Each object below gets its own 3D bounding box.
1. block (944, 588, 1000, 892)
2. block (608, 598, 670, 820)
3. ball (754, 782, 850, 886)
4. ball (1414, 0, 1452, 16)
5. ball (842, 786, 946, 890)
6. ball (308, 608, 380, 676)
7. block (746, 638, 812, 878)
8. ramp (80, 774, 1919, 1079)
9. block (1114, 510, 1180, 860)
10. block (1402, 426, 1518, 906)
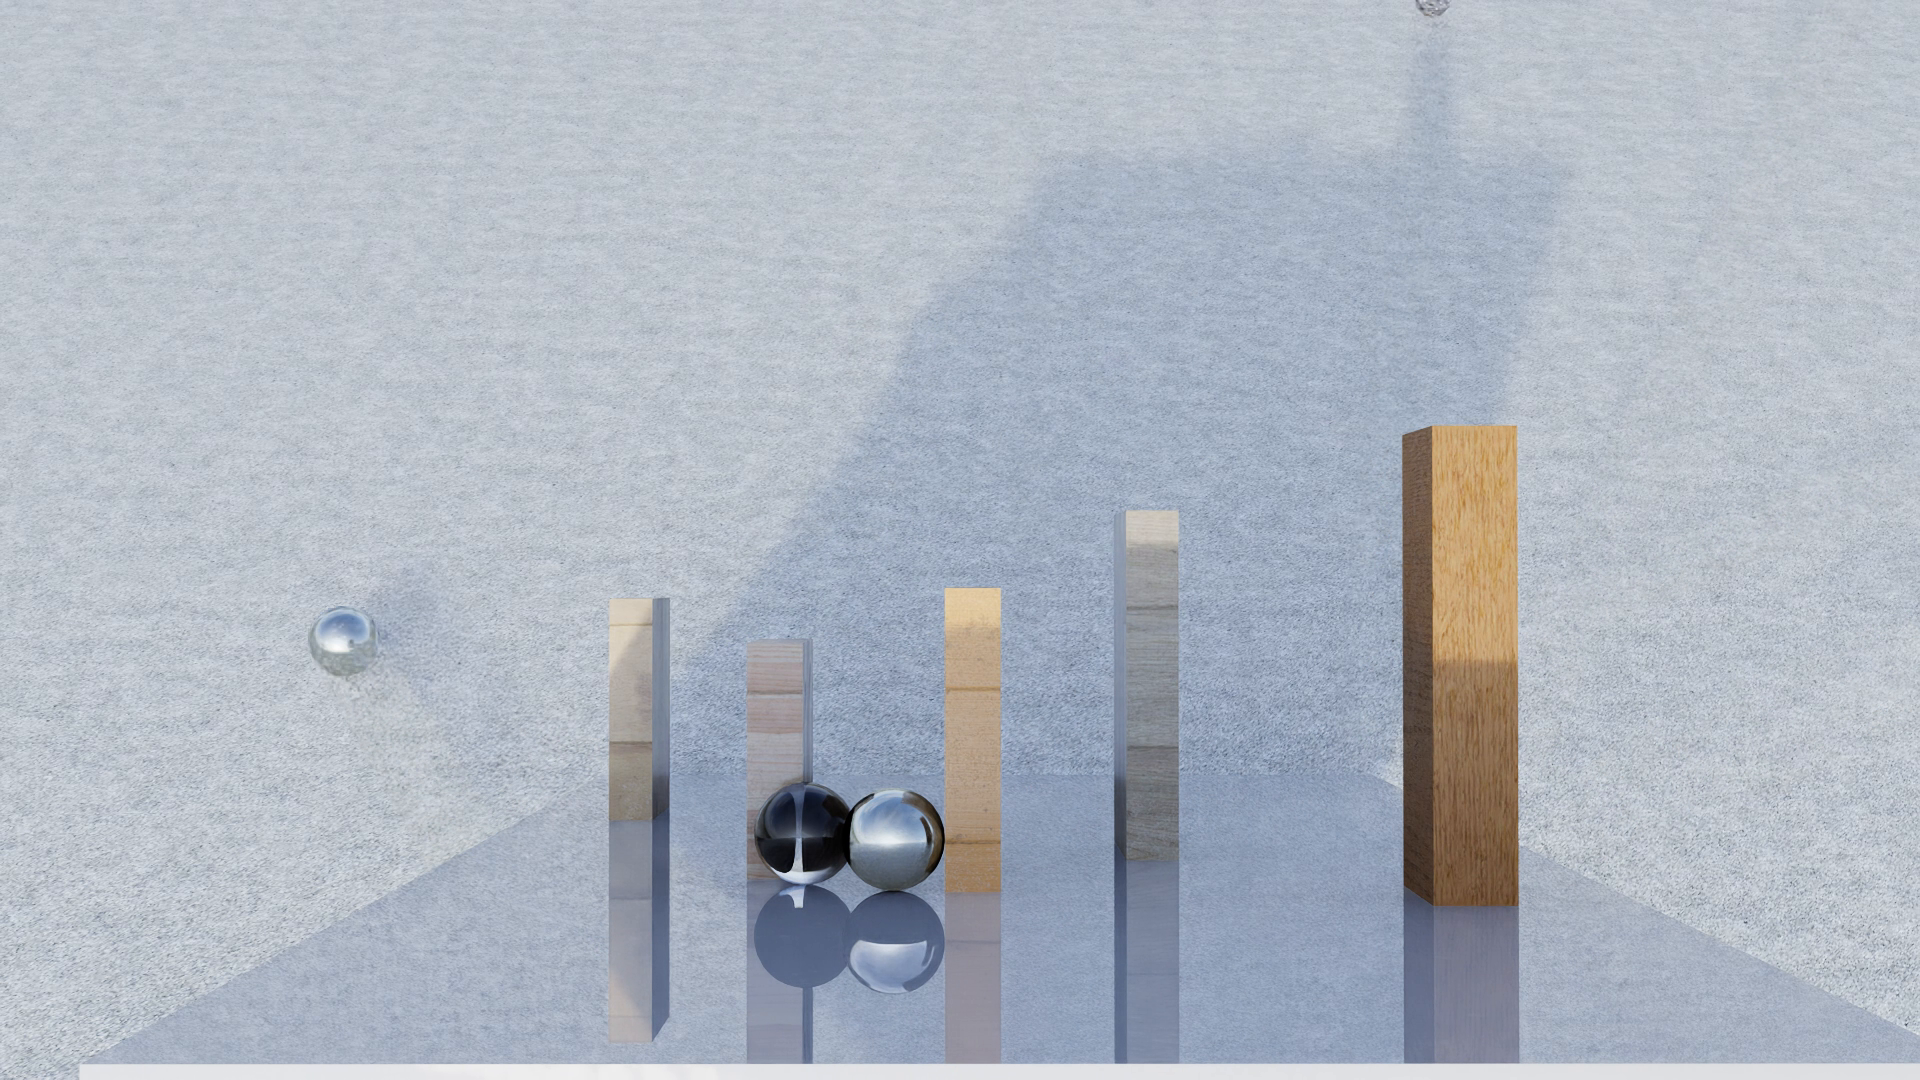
[{"bbox_3d":[0.021,0.329,4.421,0.091,0.495,0.390,0,-1,0],"label":"block"},{"bbox_3d":[-0.696,0.361,5.642,0.091,0.468,0.331,0,-1,0],"label":"block"},{"bbox_3d":[-0.258,0.490,4.327,0.171,0.171,0.171,0,32,0],"label":"ball"},{"bbox_3d":[2.098,-2.401,11.497,0.160,0.160,0.160,0,32,0],"label":"ball"},{"bbox_3d":[-0.109,0.490,4.246,0.169,0.169,0.169,0,32,0],"label":"ball"},{"bbox_3d":[-1.717,0.283,7.224,0.191,0.191,0.191,0,32,0],"label":"ball"},{"bbox_3d":[-0.315,0.378,4.570,0.095,0.401,0.312,0,-1,0],"label":"block"},{"bbox_3d":[0.072,0.631,4.730,2.000,0.100,4.000,0,-1,0],"label":"ramp"},{"bbox_3d":[0.349,0.266,4.883,0.095,0.634,0.373,0,-1,0],"label":"block"},{"bbox_3d":[0.805,0.198,4.186,0.133,0.750,0.275,0,-1,0],"label":"block"}]
